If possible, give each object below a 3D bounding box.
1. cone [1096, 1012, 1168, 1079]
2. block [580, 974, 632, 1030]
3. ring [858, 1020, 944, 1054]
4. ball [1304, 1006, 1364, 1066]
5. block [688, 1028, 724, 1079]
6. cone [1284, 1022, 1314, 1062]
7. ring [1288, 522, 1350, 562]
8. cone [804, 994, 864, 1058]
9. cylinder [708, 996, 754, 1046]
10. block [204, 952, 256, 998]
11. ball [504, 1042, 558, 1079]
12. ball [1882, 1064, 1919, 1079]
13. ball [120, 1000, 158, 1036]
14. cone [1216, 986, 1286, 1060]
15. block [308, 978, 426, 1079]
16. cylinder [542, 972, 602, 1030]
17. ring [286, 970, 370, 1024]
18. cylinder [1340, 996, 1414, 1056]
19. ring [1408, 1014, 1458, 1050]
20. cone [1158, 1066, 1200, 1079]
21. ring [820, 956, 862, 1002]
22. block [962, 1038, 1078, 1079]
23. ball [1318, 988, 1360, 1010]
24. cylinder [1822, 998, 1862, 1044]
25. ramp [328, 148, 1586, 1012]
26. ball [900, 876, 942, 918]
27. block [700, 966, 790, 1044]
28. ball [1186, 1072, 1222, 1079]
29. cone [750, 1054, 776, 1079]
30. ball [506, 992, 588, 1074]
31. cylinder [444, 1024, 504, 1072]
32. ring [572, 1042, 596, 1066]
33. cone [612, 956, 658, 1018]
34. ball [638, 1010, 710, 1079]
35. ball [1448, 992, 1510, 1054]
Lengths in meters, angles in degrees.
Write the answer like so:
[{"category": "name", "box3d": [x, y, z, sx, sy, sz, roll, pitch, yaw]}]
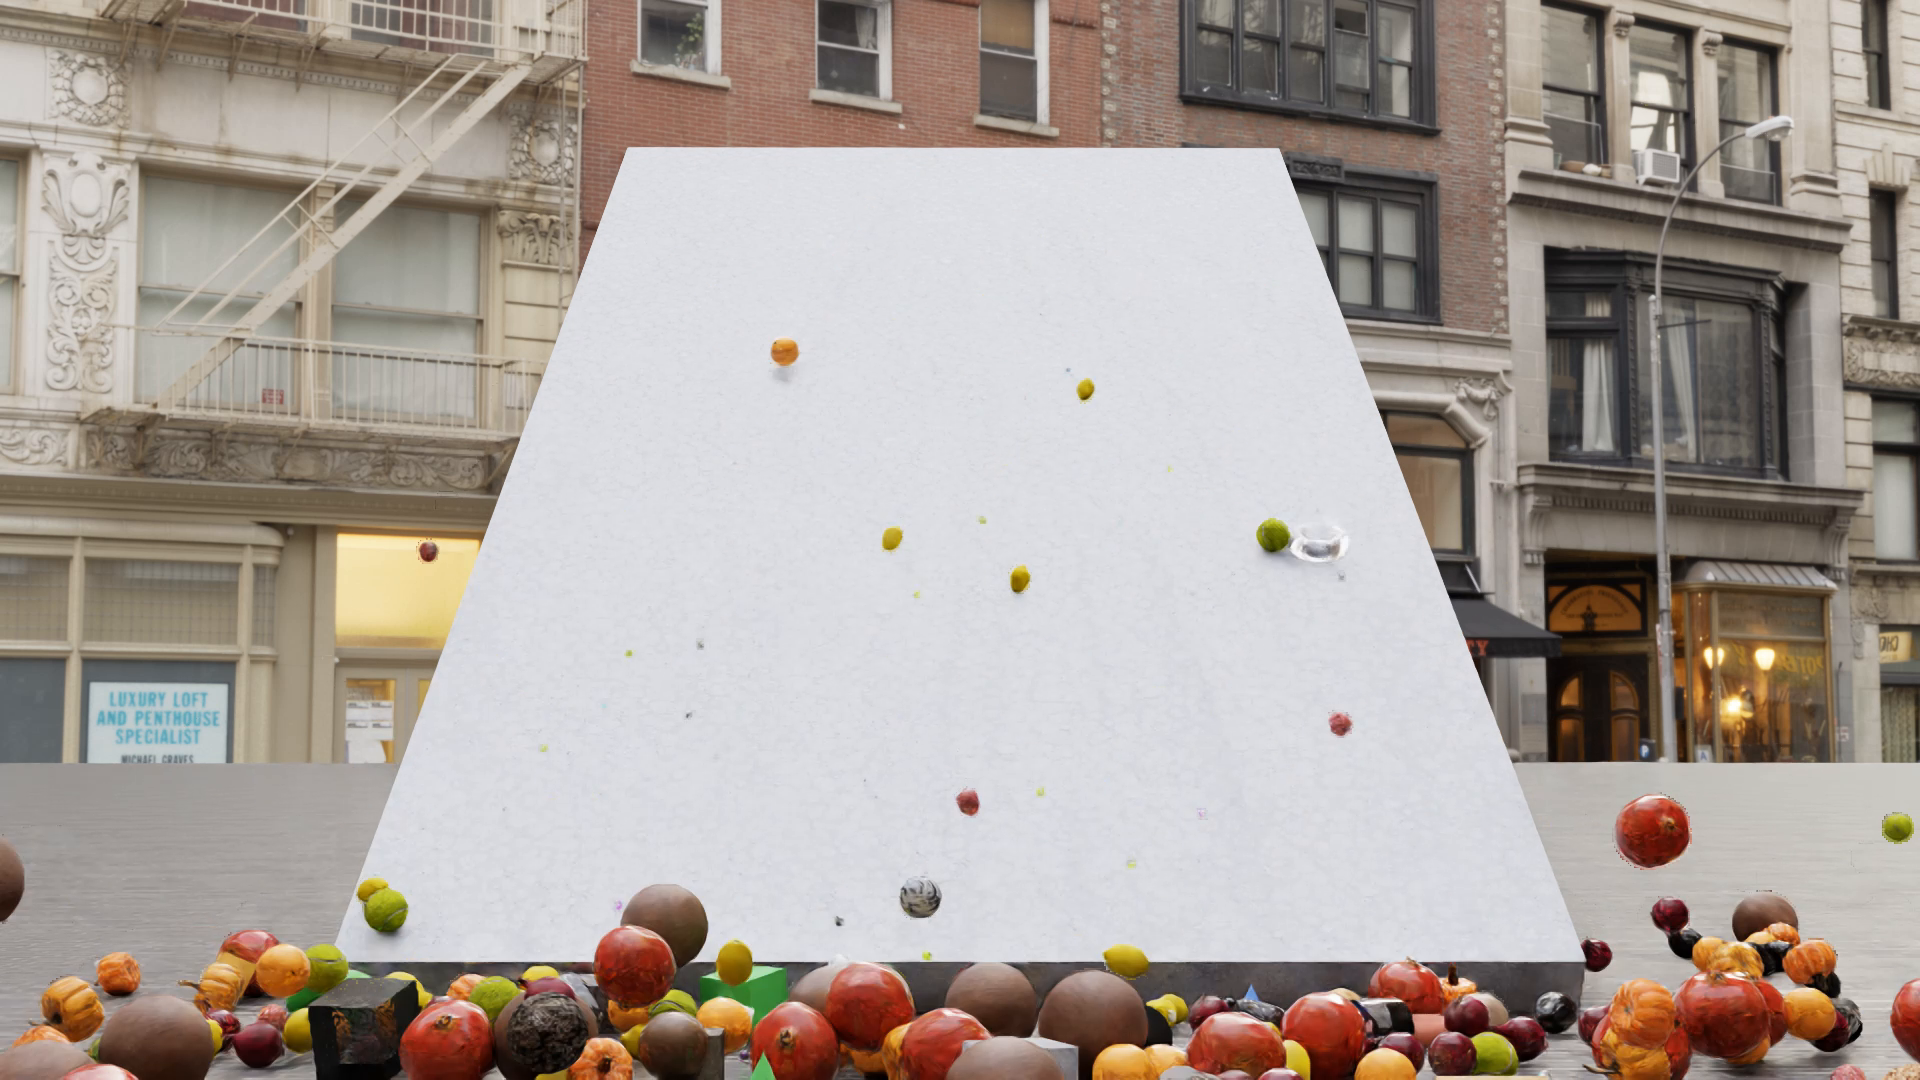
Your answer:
[{"category": "cone", "box3d": [0.236, 0.645, 3.073, 0.096, 0.096, 0.096, -2, 2, 22]}, {"category": "block", "box3d": [-0.537, 0.695, 3.589, 0.066, 0.066, 0.066, 5, 4, -21]}, {"category": "ring", "box3d": [-0.081, 0.692, 3.322, 0.121, 0.040, 0.121, 0, -6, 0]}, {"category": "ball", "box3d": [0.495, 0.657, 3.160, 0.079, 0.079, 0.079, 0, -5, 0]}, {"category": "block", "box3d": [-0.326, 0.636, 2.900, 0.074, 0.074, 0.074, 0, -5, -3]}, {"category": "cone", "box3d": [0.473, 0.680, 3.231, 0.053, 0.053, 0.053, -2, -12, 22]}, {"category": "ring", "box3d": [0.752, 0.005, 5.004, 0.131, 0.044, 0.131, -1, 28, 0]}, {"category": "cone", "box3d": [-0.160, 0.686, 3.283, 0.087, 0.087, 0.087, 2, 25, -22]}, {"category": "cylinder", "box3d": [-0.322, 0.673, 3.342, 0.053, 0.053, 0.053, 21, -7, -5]}, {"category": "block", "box3d": [-1.205, 0.719, 3.941, 0.058, 0.058, 0.058, 28, -20, -18]}, {"category": "ball", "box3d": [-0.533, 0.644, 2.992, 0.075, 0.075, 0.075, 0, -5, 0]}, {"category": "ball", "box3d": [1.003, 0.593, 2.497, 0.087, 0.087, 0.087, 0, -5, 0]}, {"category": "ball", "box3d": [-1.203, 0.700, 3.493, 0.053, 0.053, 0.053, 0, -5, 0]}, {"category": "cone", "box3d": [0.400, 0.659, 3.273, 0.096, 0.096, 0.096, 0, -5, 0]}, {"category": "block", "box3d": [-0.758, 0.626, 3.051, 0.099, 0.099, 0.099, -2, 10, 18]}, {"category": "cylinder", "box3d": [-0.560, 0.670, 3.430, 0.066, 0.066, 0.066, 6, 35, -49]}, {"category": "ring", "box3d": [-0.946, 0.692, 3.601, 0.140, 0.047, 0.140, -8, -33, -5]}, {"category": "cylinder", "box3d": [0.570, 0.670, 3.284, 0.077, 0.077, 0.077, 3, -6, -34]}, {"category": "ring", "box3d": [0.658, 0.697, 3.381, 0.118, 0.039, 0.118, 0, -3, 0]}, {"category": "cone", "box3d": [0.254, 0.642, 2.729, 0.063, 0.063, 0.063, 0, -31, 3]}, {"category": "ring", "box3d": [-0.174, 0.665, 3.516, 0.037, 0.110, 0.110, -24, 0, -12]}, {"category": "block", "box3d": [0.065, 0.597, 2.595, 0.096, 0.096, 0.096, 2, -6, -23]}, {"category": "ball", "box3d": [0.536, 0.663, 3.346, 0.066, 0.066, 0.066, 0, -5, 0]}, {"category": "cylinder", "box3d": [1.249, 0.681, 3.379, 0.052, 0.052, 0.052, -2, 7, 18]}, {"category": "ramp", "box3d": [-0.011, -0.223, 5.580, 2.000, 0.100, 4.000, 0, 28, 0]}, {"category": "ball", "box3d": [-0.060, 0.541, 3.620, 0.065, 0.065, 0.065, 0, -5, 0]}, {"category": "block", "box3d": [-0.313, 0.675, 3.472, 0.089, 0.089, 0.089, -3, 2, 32]}, {"category": "ball", "box3d": [0.267, 0.614, 2.602, 0.064, 0.064, 0.064, 0, -5, 0]}, {"category": "cone", "box3d": [-0.226, 0.623, 2.736, 0.070, 0.070, 0.070, 0, -5, 0]}, {"category": "ball", "box3d": [-0.457, 0.546, 2.644, 0.089, 0.089, 0.089, 0, -5, 0]}, {"category": "cylinder", "box3d": [-0.634, 0.664, 3.112, 0.055, 0.055, 0.055, 5, -4, -44]}, {"category": "ring", "box3d": [-0.530, 0.685, 3.191, 0.089, 0.030, 0.089, 1, -5, 0]}, {"category": "cone", "box3d": [-0.513, 0.671, 3.682, 0.093, 0.093, 0.093, 4, 38, -3]}, {"category": "ball", "box3d": [-0.338, 0.598, 2.815, 0.084, 0.084, 0.084, 0, -5, 0]}, {"category": "ball", "box3d": [0.717, 0.667, 3.292, 0.083, 0.083, 0.083, 0, -5, 0]}]
